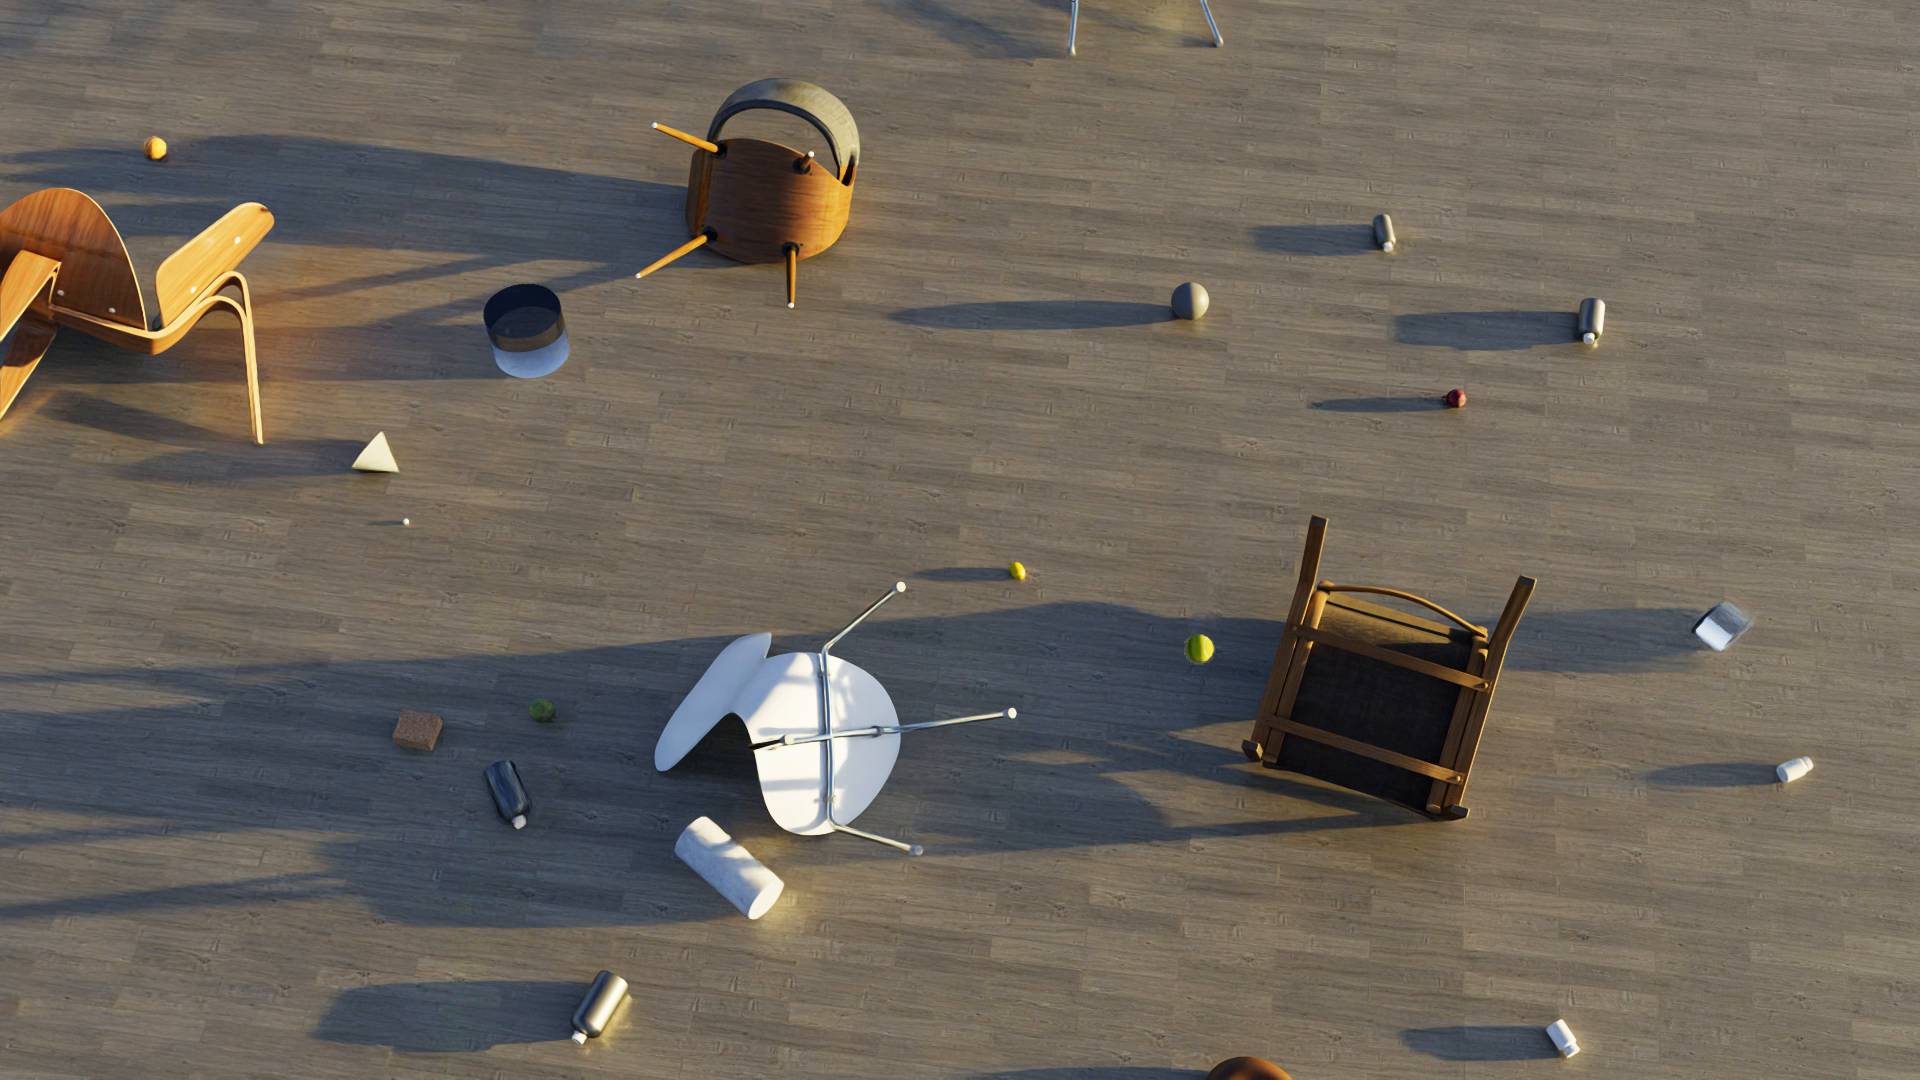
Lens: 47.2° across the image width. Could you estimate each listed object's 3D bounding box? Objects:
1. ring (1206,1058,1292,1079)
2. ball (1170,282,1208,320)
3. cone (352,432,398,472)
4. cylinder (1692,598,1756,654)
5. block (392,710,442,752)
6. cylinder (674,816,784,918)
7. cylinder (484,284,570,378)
[{"bbox_3d":[0.748,1.452,5.545,0.269,0.093,0.320,-30,62,-18],"label":"ring"},{"bbox_3d":[0.733,-0.762,7.012,0.120,0.120,0.120,0,56,0],"label":"ball"},{"bbox_3d":[-1.759,-0.241,6.707,0.115,0.098,0.171,37,45,-7],"label":"cone"},{"bbox_3d":[2.202,0.246,6.342,0.193,0.097,0.099,-28,59,-38],"label":"cylinder"},{"bbox_3d":[-1.527,0.535,6.189,0.109,0.043,0.092,10,57,7],"label":"block"},{"bbox_3d":[-0.621,0.879,5.905,0.282,0.132,0.128,37,89,22],"label":"cylinder"},{"bbox_3d":[-1.357,-0.655,6.895,0.240,0.196,0.221,-8,56,-5],"label":"cylinder"}]
